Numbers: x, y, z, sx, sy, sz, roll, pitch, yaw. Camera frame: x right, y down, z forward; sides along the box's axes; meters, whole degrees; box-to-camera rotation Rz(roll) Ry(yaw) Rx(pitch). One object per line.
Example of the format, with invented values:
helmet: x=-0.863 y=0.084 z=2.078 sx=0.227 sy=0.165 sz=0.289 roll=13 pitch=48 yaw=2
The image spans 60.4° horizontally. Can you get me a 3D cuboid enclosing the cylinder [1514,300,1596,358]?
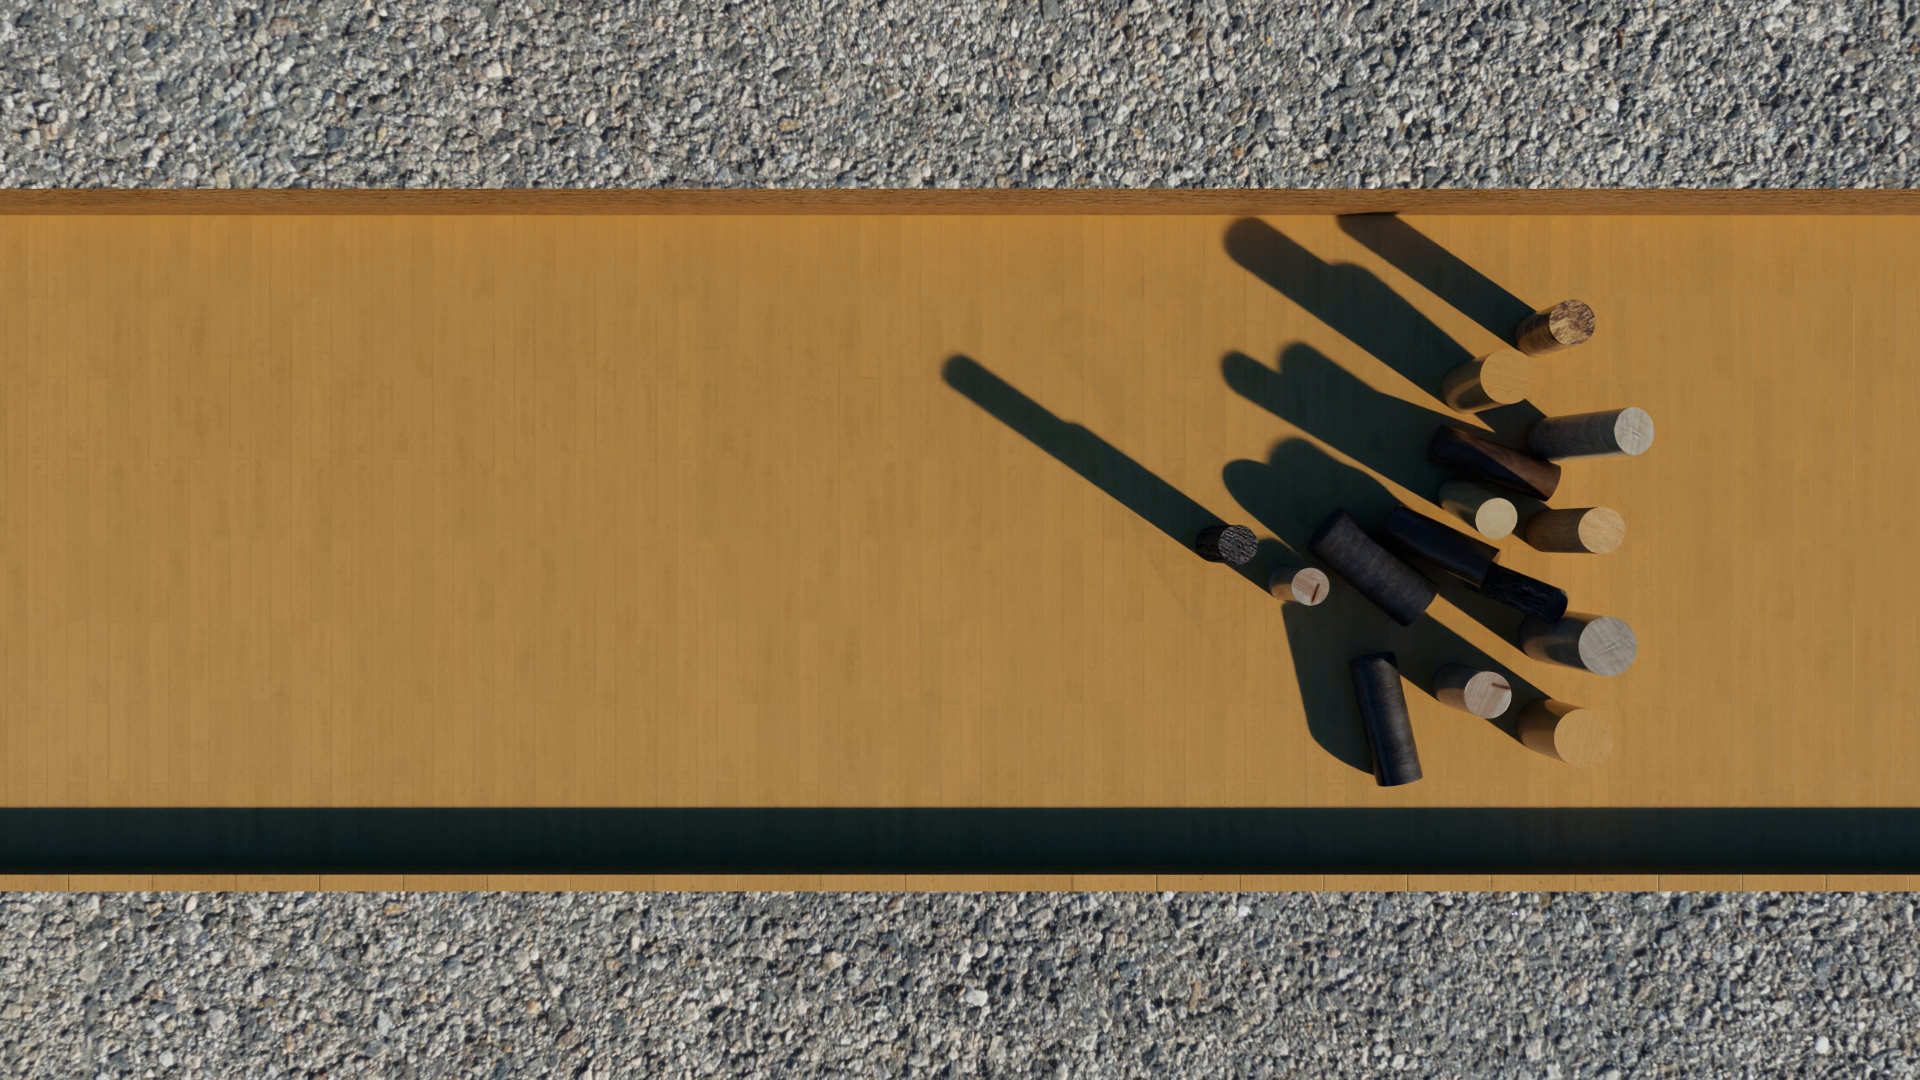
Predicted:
cylinder: x=1.769 y=-0.628 z=4.921 sx=0.134 sy=0.312 sz=0.134 roll=0 pitch=90 yaw=0

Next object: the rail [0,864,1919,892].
rail: x=-2.247 y=1.025 z=5.001 sx=12.000 sy=0.150 sz=0.050 roll=0 pitch=90 yaw=0

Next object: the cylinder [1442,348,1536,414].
cylinder: x=1.560 y=-0.466 z=4.885 sx=0.158 sy=0.382 sz=0.158 roll=0 pitch=90 yaw=0

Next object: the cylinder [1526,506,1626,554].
cylinder: x=1.806 y=-0.027 z=4.859 sx=0.132 sy=0.436 sz=0.132 roll=0 pitch=90 yaw=0

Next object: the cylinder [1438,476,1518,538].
cylinder: x=1.528 y=-0.100 z=4.881 sx=0.119 sy=0.374 sz=0.119 roll=0 pitch=102 yaw=0

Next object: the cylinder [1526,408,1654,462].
cylinder: x=1.853 y=-0.308 z=4.866 sx=0.136 sy=0.398 sz=0.136 roll=0 pitch=90 yaw=-17

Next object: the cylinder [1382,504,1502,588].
cylinder: x=1.443 y=0.018 z=4.951 sx=0.325 sy=0.127 sz=0.127 roll=28 pitch=90 yaw=25

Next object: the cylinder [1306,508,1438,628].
cylinder: x=1.248 y=0.082 z=4.994 sx=0.374 sy=0.164 sz=0.164 roll=39 pitch=90 yaw=0

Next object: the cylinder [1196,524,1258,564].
cylinder: x=0.781 y=0.013 z=4.854 sx=0.111 sy=0.446 sz=0.111 roll=0 pitch=90 yaw=0

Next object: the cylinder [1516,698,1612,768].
cylinder: x=1.795 y=0.571 z=4.913 sx=0.170 sy=0.327 sz=0.170 roll=0 pitch=90 yaw=0

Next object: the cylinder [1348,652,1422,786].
cylinder: x=1.292 y=0.543 z=5.007 sx=0.140 sy=0.140 sz=0.385 roll=-13 pitch=90 yaw=0

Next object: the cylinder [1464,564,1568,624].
cylinder: x=1.656 y=0.149 z=4.924 sx=0.105 sy=0.302 sz=0.105 roll=-12 pitch=113 yaw=-29

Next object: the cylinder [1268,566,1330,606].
cylinder: x=0.999 y=0.133 z=4.890 sx=0.108 sy=0.373 sz=0.108 roll=0 pitch=90 yaw=0

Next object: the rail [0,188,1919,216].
rail: x=-2.247 y=-1.025 z=5.002 sx=12.000 sy=0.150 sz=0.050 roll=0 pitch=90 yaw=0

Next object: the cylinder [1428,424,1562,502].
cylinder: x=1.625 y=-0.235 z=5.017 sx=0.372 sy=0.119 sz=0.119 roll=20 pitch=90 yaw=0

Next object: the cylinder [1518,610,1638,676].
cylinder: x=1.810 y=0.296 z=4.851 sx=0.168 sy=0.445 sz=0.168 roll=0 pitch=91 yaw=-2

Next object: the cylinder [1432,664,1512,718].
cylinder: x=1.520 y=0.446 z=4.913 sx=0.136 sy=0.326 sz=0.136 roll=0 pitch=90 yaw=0
